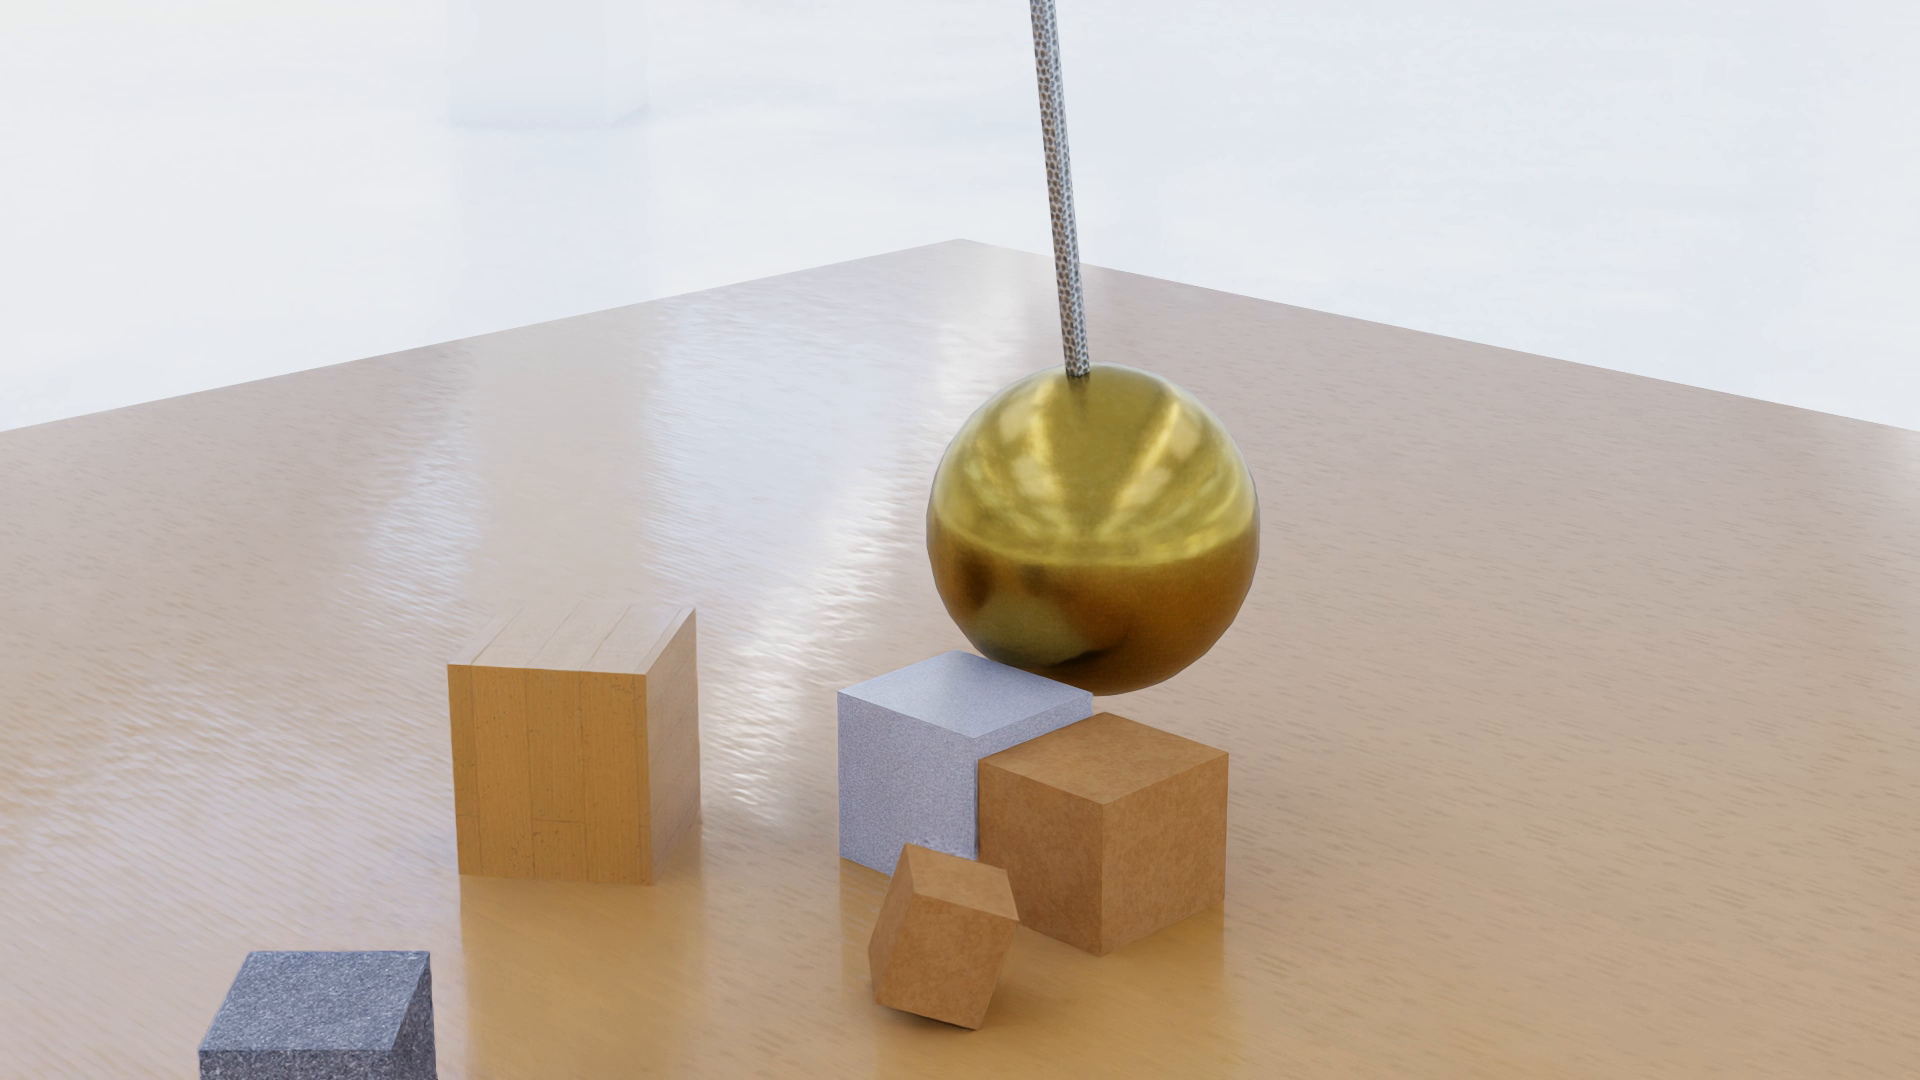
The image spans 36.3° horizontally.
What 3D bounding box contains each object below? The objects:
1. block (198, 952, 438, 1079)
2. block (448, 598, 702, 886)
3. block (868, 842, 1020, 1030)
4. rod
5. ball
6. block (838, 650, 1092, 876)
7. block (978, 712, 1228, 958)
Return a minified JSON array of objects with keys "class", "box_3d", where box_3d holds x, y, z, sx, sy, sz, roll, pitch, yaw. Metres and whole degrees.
[{"class":"block","box_3d":[-2.314,2.013,10.683,0.670,0.753,0.791,0,17,0]},{"class":"block","box_3d":[-1.778,0.925,13.688,0.914,1.027,0.952,3,18,8]},{"class":"block","box_3d":[-0.075,1.632,12.108,0.449,0.509,0.510,16,15,-10]},{"class":"rod","box_3d":[0.275,-3.151,12.640,0.080,5.200,0.080,17,33,42]},{"class":"ball","box_3d":[0.634,-0.052,13.990,1.600,1.600,1.600,0,17,0]},{"class":"block","box_3d":[0.022,1.084,13.528,0.861,0.819,0.789,16,23,41]},{"class":"block","box_3d":[0.635,1.292,13.048,0.735,0.710,0.838,16,24,42]}]
